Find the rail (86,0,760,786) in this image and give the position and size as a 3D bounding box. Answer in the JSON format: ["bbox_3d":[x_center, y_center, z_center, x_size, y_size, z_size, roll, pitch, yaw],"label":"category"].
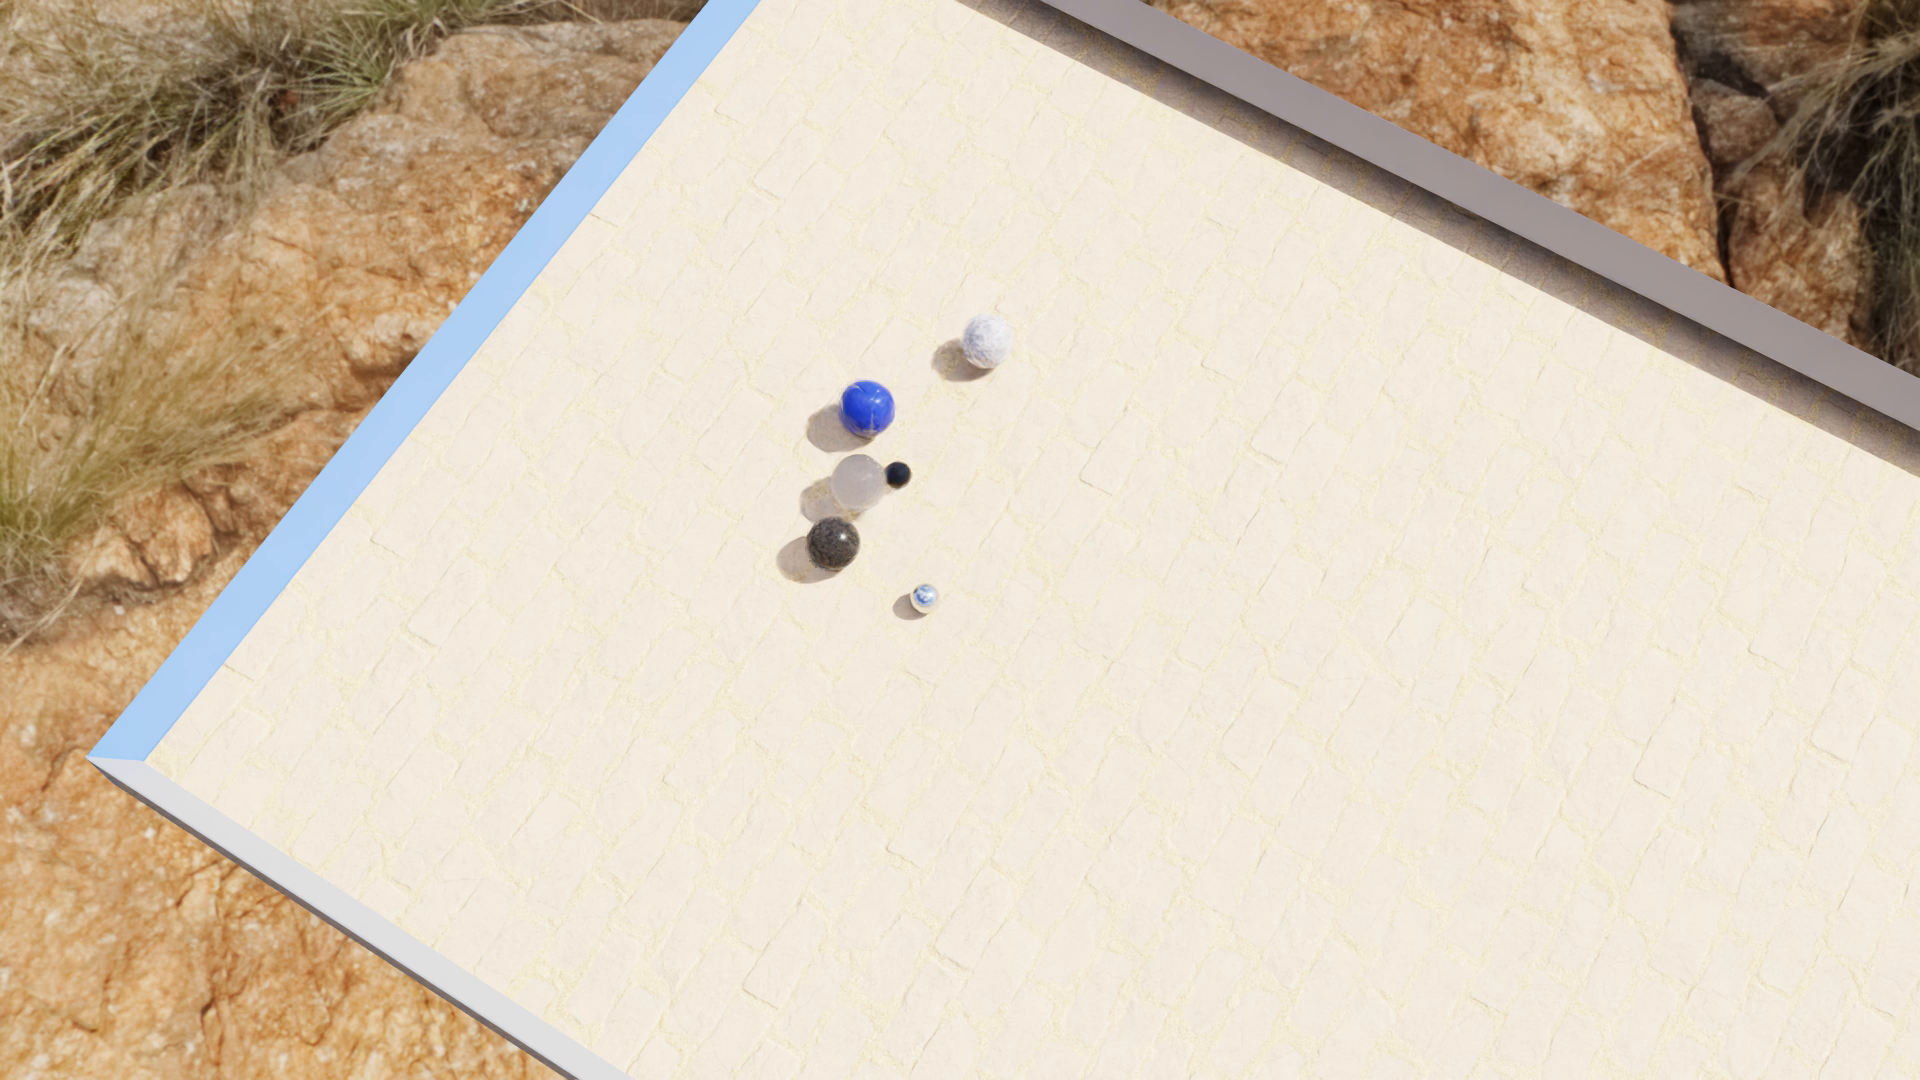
[{"bbox_3d":[-0.757,-0.433,3.732,0.045,0.126,2.065,29,68,13],"label":"rail"}]

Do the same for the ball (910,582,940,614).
[{"bbox_3d":[-0.056,0.093,3.532,0.049,0.049,0.049,0,65,0],"label":"ball"}]

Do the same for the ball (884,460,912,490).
[{"bbox_3d":[-0.102,-0.107,3.625,0.048,0.048,0.048,0,65,0],"label":"ball"}]

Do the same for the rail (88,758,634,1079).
[{"bbox_3d":[0.249,1.203,2.975,3.649,0.126,0.045,29,68,13],"label":"rail"}]

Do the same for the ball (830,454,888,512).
[{"bbox_3d":[-0.165,-0.094,3.594,0.094,0.094,0.094,0,65,0],"label":"ball"}]

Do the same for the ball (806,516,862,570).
[{"bbox_3d":[-0.204,0.005,3.551,0.088,0.088,0.088,0,65,0],"label":"ball"}]

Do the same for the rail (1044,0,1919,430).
[{"bbox_3d":[1.306,-0.358,3.697,3.649,0.126,0.045,29,68,13],"label":"rail"}]

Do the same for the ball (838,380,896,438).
[{"bbox_3d":[-0.154,-0.218,3.650,0.097,0.097,0.097,0,65,0],"label":"ball"}]

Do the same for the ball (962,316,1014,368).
[{"bbox_3d":[0.046,-0.333,3.708,0.089,0.089,0.089,0,65,0],"label":"ball"}]
